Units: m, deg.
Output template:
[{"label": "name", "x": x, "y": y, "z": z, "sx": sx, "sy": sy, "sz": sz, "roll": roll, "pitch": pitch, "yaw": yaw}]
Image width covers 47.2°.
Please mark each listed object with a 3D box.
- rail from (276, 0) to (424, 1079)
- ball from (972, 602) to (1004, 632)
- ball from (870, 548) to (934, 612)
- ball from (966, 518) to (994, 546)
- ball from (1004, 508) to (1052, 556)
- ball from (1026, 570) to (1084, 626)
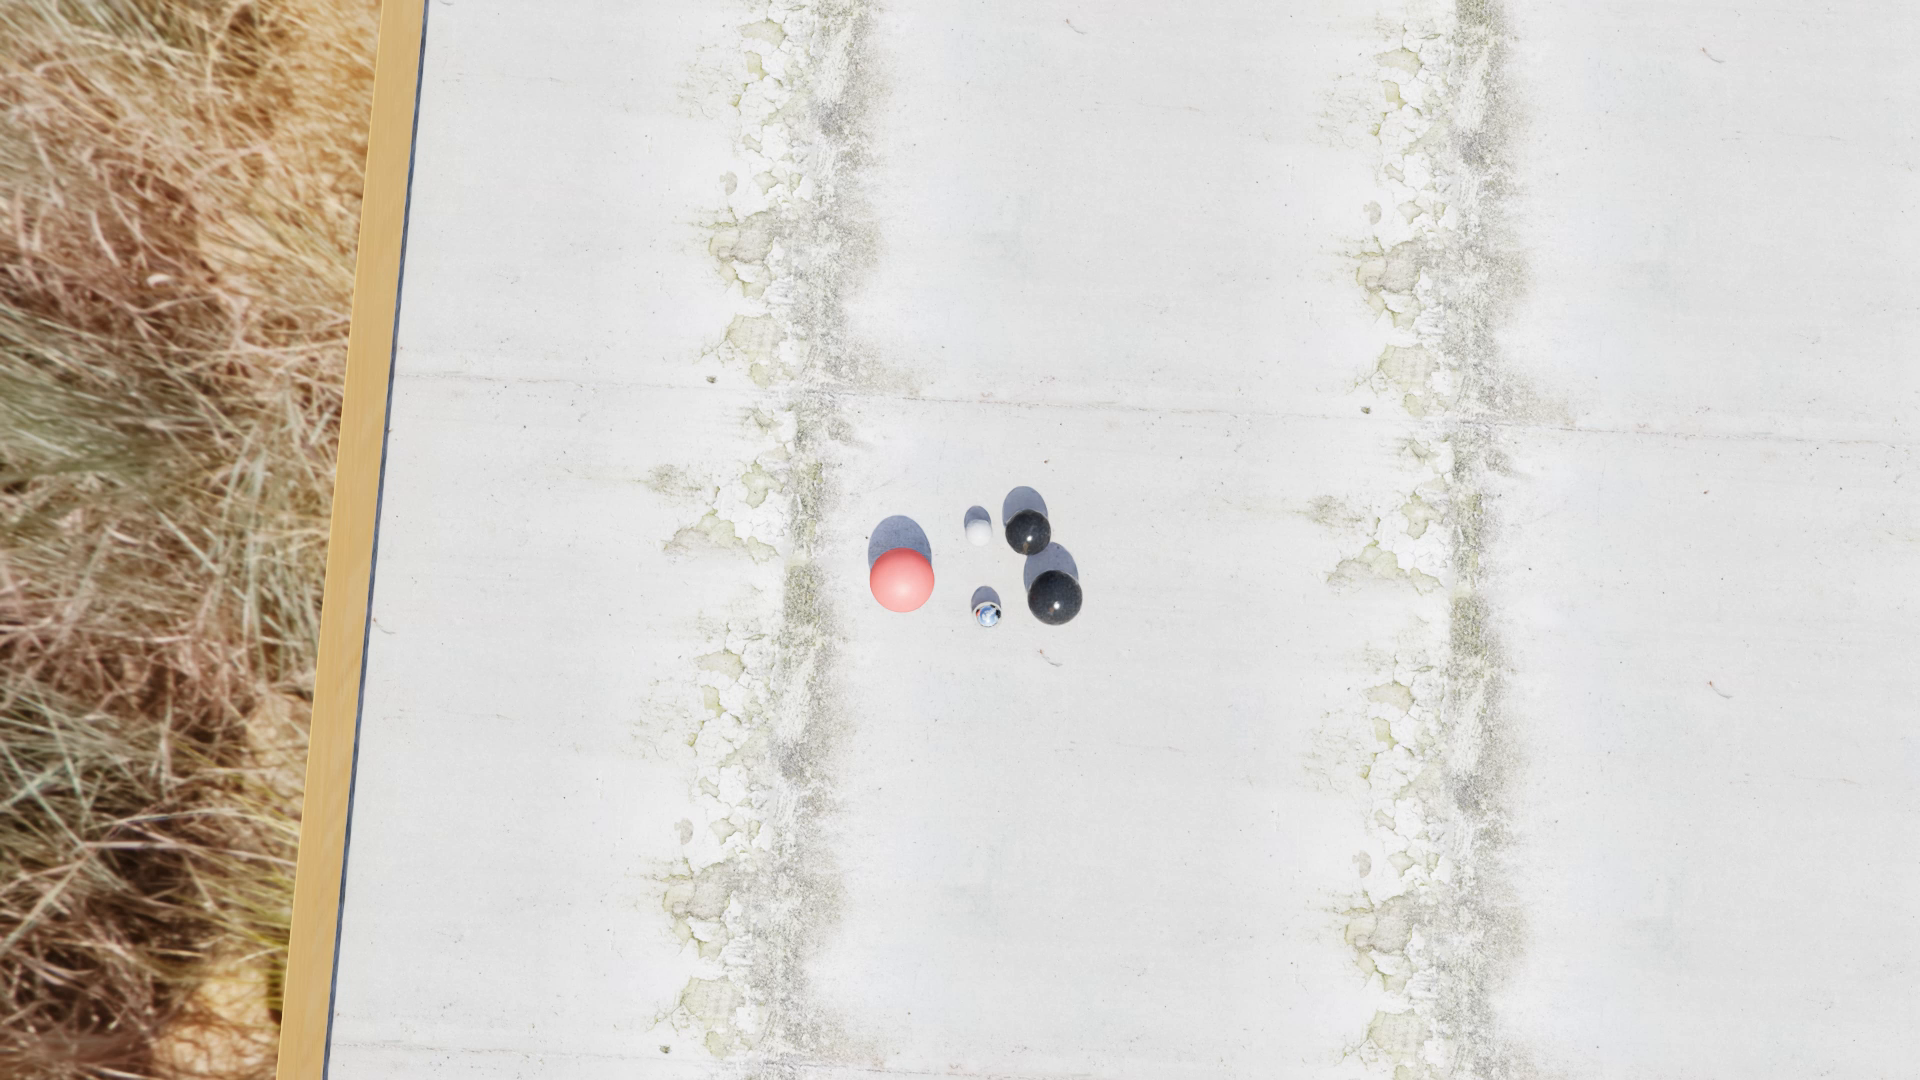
[{"label": "rail", "x": -0.889, "y": -0.047, "z": 3.261, "sx": 0.045, "sy": 0.126, "sz": 2.084, "roll": 3, "pitch": 80, "yaw": 0}, {"label": "ball", "x": 0.041, "y": 0.114, "z": 3.275, "sx": 0.046, "sy": 0.046, "sz": 0.046, "roll": 0, "pitch": 80, "yaw": 0}, {"label": "ball", "x": -0.086, "y": 0.059, "z": 3.259, "sx": 0.097, "sy": 0.097, "sz": 0.097, "roll": 0, "pitch": 80, "yaw": 0}, {"label": "ball", "x": 0.029, "y": -0.011, "z": 3.299, "sx": 0.042, "sy": 0.042, "sz": 0.042, "roll": 0, "pitch": 80, "yaw": 0}, {"label": "ball", "x": 0.102, "y": -0.012, "z": 3.285, "sx": 0.070, "sy": 0.070, "sz": 0.070, "roll": 0, "pitch": 80, "yaw": 0}, {"label": "ball", "x": 0.141, "y": 0.086, "z": 3.261, "sx": 0.084, "sy": 0.084, "sz": 0.084, "roll": 0, "pitch": 80, "yaw": 0}]
